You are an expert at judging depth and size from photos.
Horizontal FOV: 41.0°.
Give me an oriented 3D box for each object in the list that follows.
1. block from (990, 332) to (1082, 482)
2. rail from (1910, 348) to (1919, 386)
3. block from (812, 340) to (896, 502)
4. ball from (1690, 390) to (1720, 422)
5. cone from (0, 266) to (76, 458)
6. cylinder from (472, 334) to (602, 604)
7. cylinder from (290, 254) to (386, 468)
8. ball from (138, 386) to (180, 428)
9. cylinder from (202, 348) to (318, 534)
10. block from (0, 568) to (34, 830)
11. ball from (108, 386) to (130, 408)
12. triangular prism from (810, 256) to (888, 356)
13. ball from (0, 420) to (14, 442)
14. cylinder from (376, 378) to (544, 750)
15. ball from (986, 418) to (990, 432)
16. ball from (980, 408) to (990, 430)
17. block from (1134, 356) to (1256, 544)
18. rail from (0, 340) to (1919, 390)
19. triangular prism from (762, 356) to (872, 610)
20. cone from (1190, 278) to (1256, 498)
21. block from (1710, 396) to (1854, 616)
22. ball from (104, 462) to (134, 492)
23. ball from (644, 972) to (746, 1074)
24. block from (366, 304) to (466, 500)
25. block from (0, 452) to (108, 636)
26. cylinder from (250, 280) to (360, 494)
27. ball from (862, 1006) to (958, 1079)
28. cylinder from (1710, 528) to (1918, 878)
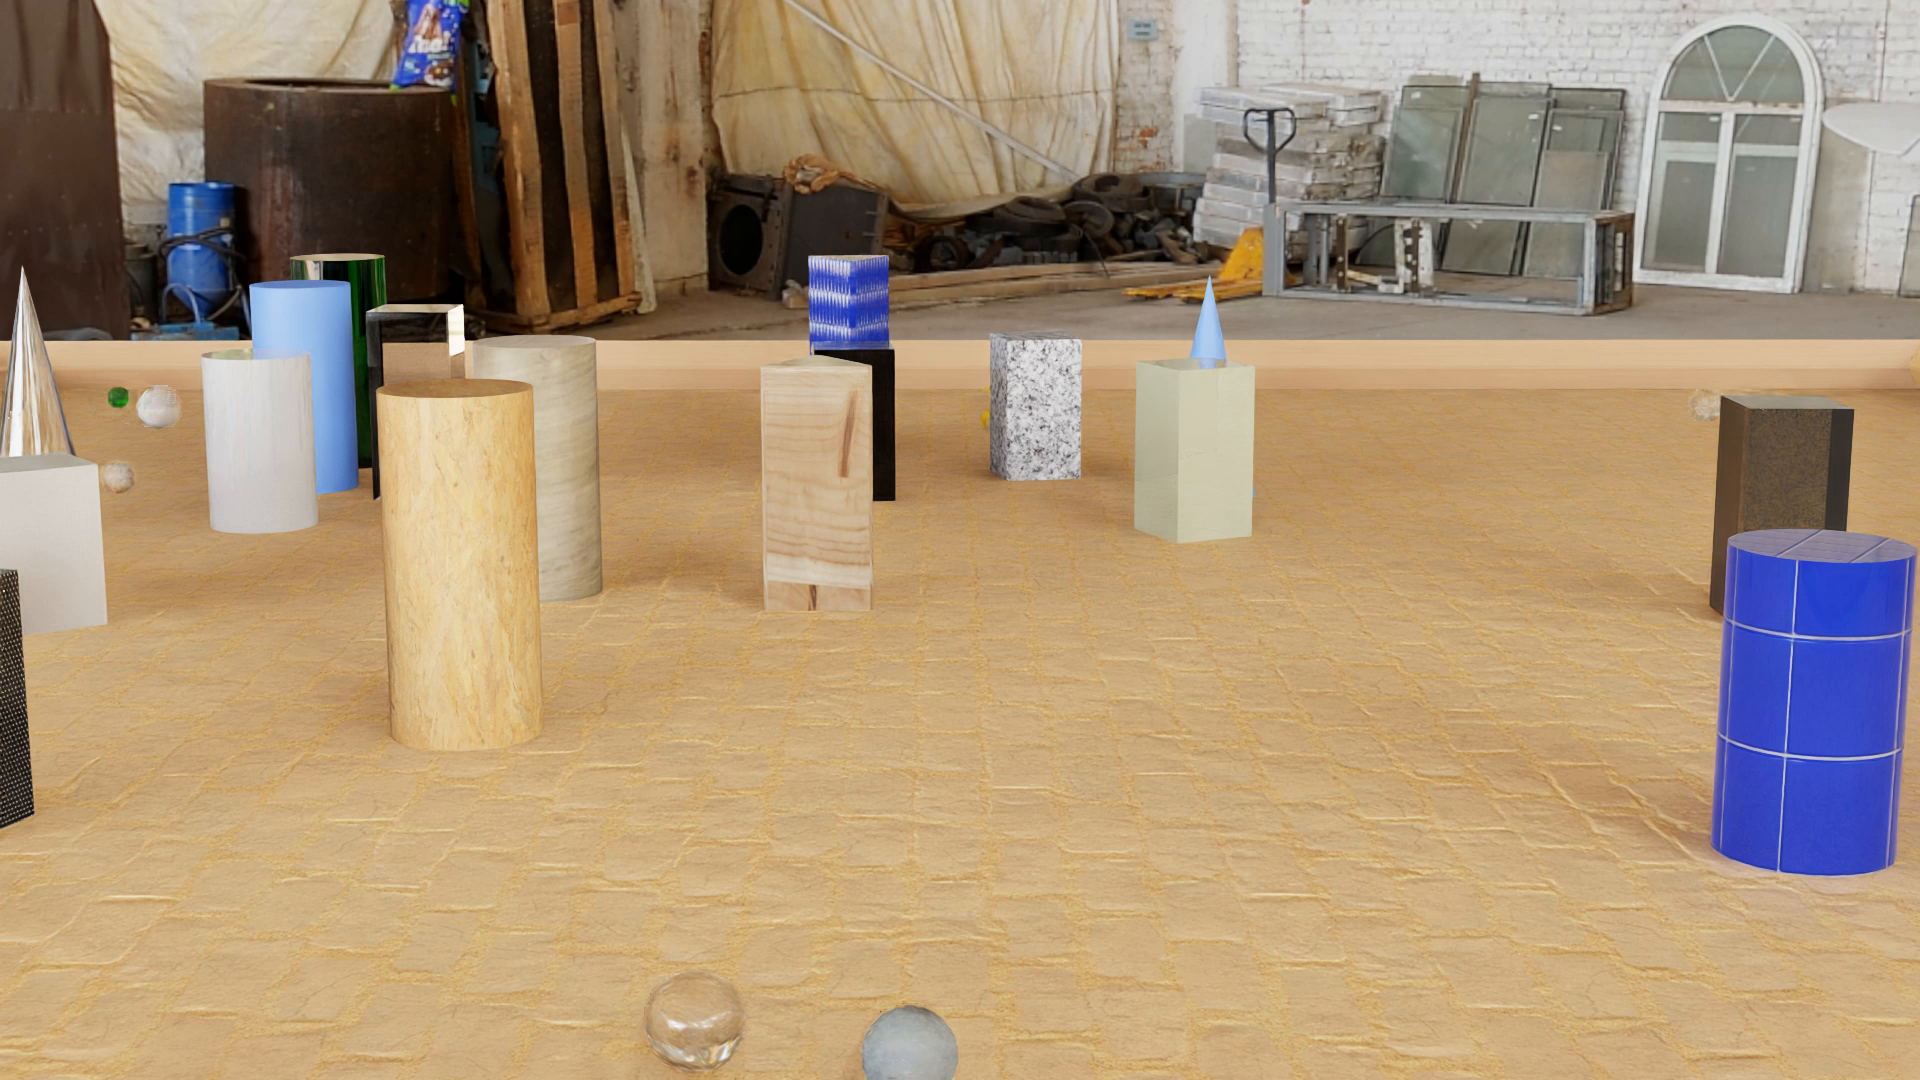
[{"bbox_3d":[0.131,-0.235,4.471,0.131,0.242,0.131,-2,11,-12],"label":"block"},{"bbox_3d":[2.097,0.025,3.463,0.045,0.106,4.395,0,11,0],"label":"rail"},{"bbox_3d":[-0.177,-0.198,4.257,0.131,0.251,0.131,-1,11,-5],"label":"block"},{"bbox_3d":[1.488,-0.266,5.116,0.063,0.063,0.063,0,11,0],"label":"ball"},{"bbox_3d":[-1.438,-0.223,3.973,0.164,0.405,0.164,0,11,0],"label":"cone"},{"bbox_3d":[-0.573,-0.099,3.485,0.164,0.343,0.164,0,11,0],"label":"cylinder"},{"bbox_3d":[-1.104,-0.321,4.585,0.164,0.369,0.164,0,11,0],"label":"cylinder"},{"bbox_3d":[-1.570,-0.259,5.030,0.082,0.082,0.082,0,11,0],"label":"ball"},{"bbox_3d":[-1.088,-0.156,3.991,0.164,0.267,0.164,0,11,0],"label":"cylinder"},{"bbox_3d":[-0.978,0.155,2.419,0.131,0.242,0.131,3,11,17],"label":"block"},{"bbox_3d":[-1.747,-0.296,5.325,0.044,0.044,0.044,0,11,0],"label":"ball"},{"bbox_3d":[-0.180,-0.327,4.628,0.123,0.366,0.142,-8,13,-35],"label":"triangular prism"},{"bbox_3d":[-1.819,-0.209,4.871,0.042,0.042,0.042,0,11,0],"label":"ball"},{"bbox_3d":[-0.536,0.023,2.758,0.164,0.375,0.164,0,11,0],"label":"cylinder"},{"bbox_3d":[0.073,-0.222,4.934,0.044,0.044,0.044,0,11,0],"label":"ball"},{"bbox_3d":[0.061,-0.236,5.010,0.042,0.042,0.042,0,11,0],"label":"ball"},{"bbox_3d":[0.357,-0.140,3.922,0.131,0.261,0.131,-5,12,-25],"label":"block"},{"bbox_3d":[-0.013,-0.379,5.587,4.242,0.106,0.045,0,11,0],"label":"rail"},{"bbox_3d":[-0.189,-0.078,3.427,0.142,0.325,0.123,0,11,-2],"label":"triangular prism"},{"bbox_3d":[0.410,-0.256,4.251,0.164,0.366,0.164,0,11,0],"label":"cone"},{"bbox_3d":[1.064,-0.039,3.330,0.131,0.283,0.131,0,11,1],"label":"block"},{"bbox_3d":[-1.409,-0.104,4.298,0.051,0.051,0.051,0,11,0],"label":"ball"},{"bbox_3d":[-0.191,0.349,1.855,0.073,0.073,0.073,0,11,0],"label":"ball"},{"bbox_3d":[-0.900,-0.230,4.263,0.131,0.310,0.131,0,11,1],"label":"block"},{"bbox_3d":[-1.192,0.004,3.305,0.131,0.209,0.131,-8,13,-36],"label":"block"},{"bbox_3d":[-1.105,-0.260,4.330,0.164,0.344,0.164,0,11,0],"label":"cylinder"},{"bbox_3d":[-0.035,0.362,1.800,0.068,0.068,0.068,0,11,0],"label":"ball"},{"bbox_3d":[0.780,0.146,2.350,0.164,0.287,0.164,0,11,0],"label":"cylinder"}]
